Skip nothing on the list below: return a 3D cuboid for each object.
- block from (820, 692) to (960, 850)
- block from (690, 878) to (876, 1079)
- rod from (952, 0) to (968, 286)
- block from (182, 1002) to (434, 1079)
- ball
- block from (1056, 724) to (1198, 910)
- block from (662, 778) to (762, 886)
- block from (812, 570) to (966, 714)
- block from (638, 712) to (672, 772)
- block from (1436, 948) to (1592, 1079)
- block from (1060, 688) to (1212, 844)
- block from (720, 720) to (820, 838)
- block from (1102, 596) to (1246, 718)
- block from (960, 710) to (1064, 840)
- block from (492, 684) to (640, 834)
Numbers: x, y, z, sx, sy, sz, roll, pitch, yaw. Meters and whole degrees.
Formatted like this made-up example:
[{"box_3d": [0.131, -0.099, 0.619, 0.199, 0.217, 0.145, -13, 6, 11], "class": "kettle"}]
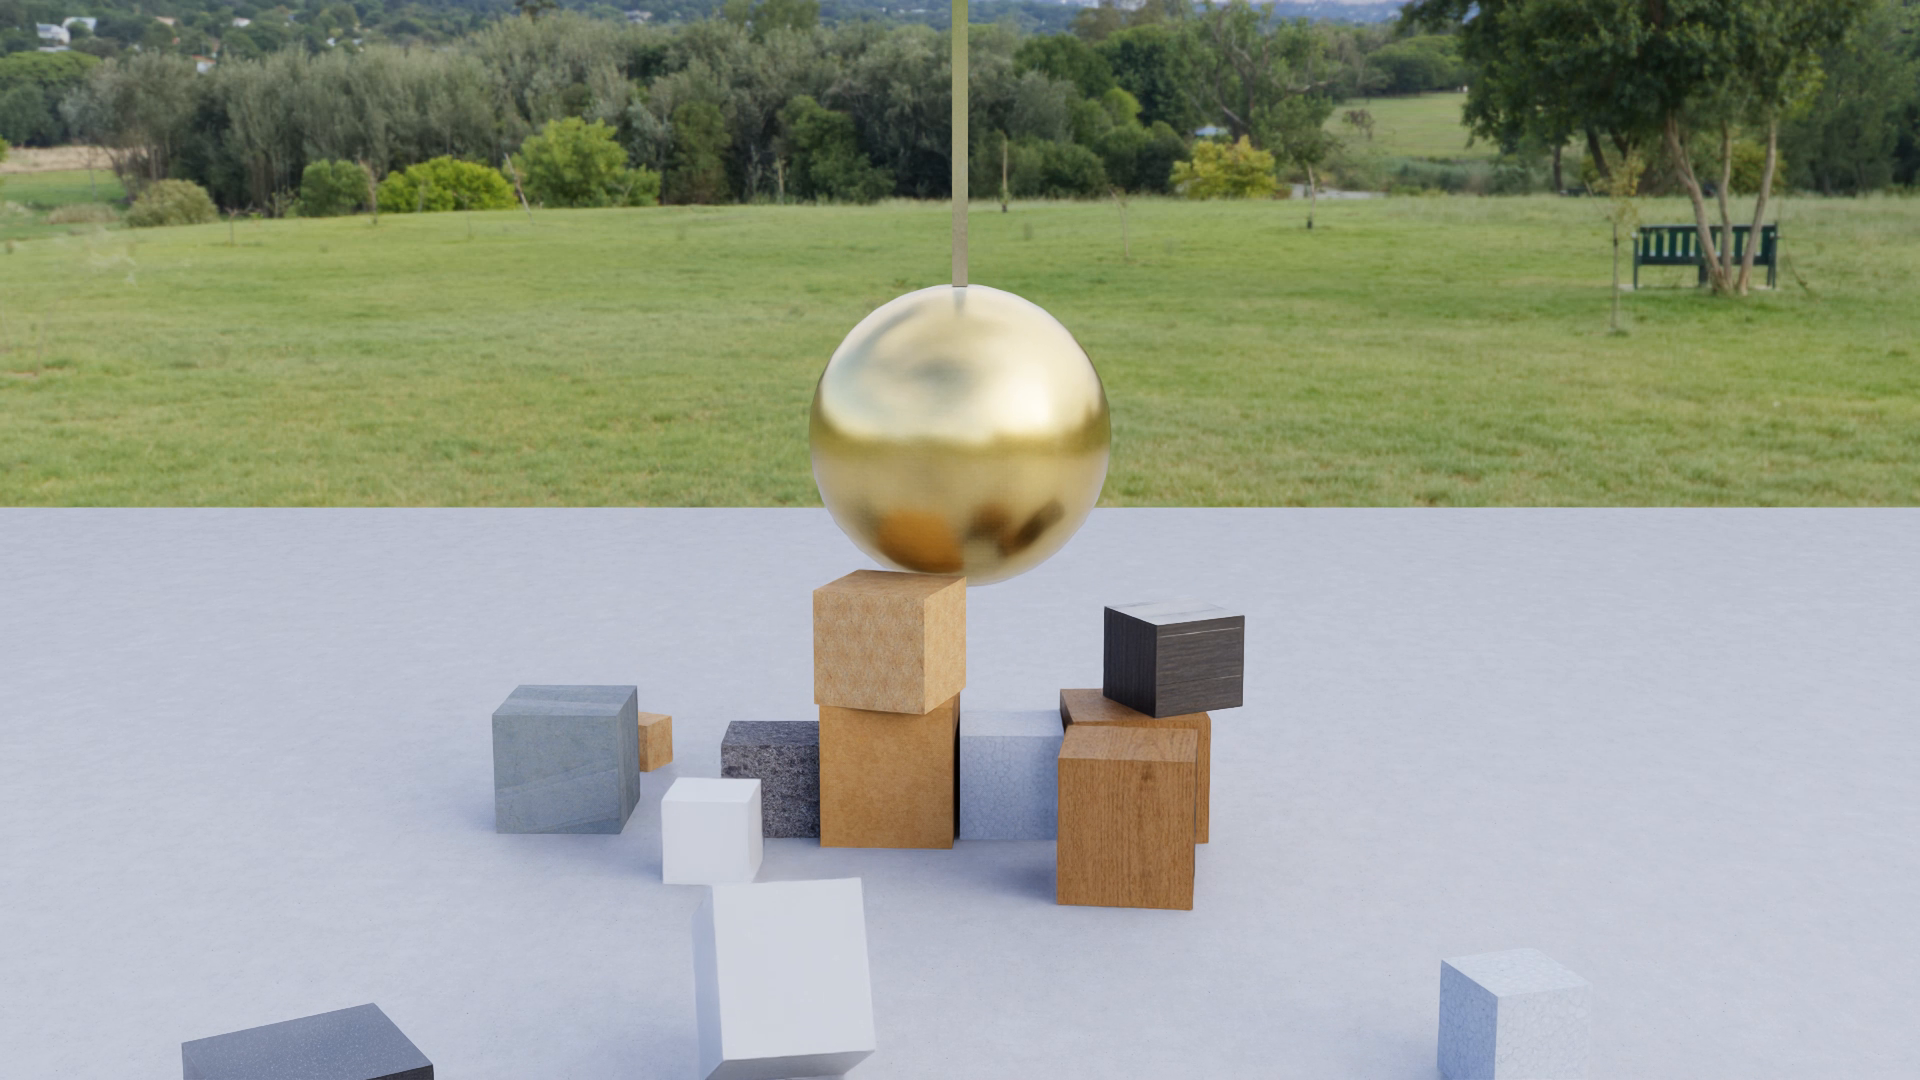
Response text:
[{"box_3d": [-0.350, 1.125, 11.336, 0.664, 0.731, 0.715, 1, 10, 3], "class": "block"}, {"box_3d": [-0.668, 1.639, 8.155, 0.550, 0.624, 0.581, 0, -21, -15], "class": "block"}, {"box_3d": [0.000, -3.829, 10.704, 0.080, 5.200, 0.080, 0, 15, 0], "class": "rod"}, {"box_3d": [-2.156, 1.957, 7.296, 0.652, 0.538, 0.619, -6, 12, -32], "class": "block"}, {"box_3d": [0.000, -0.546, 11.589, 1.600, 1.600, 1.600, 0, 10, 0], "class": "ball"}, {"box_3d": [0.798, 1.304, 10.409, 0.627, 0.710, 0.577, 1, 10, 7], "class": "block"}, {"box_3d": [-1.196, 1.410, 10.651, 0.415, 0.416, 0.379, 1, 10, 5], "class": "block"}, {"box_3d": [-0.348, 0.503, 11.090, 0.591, 0.580, 0.590, 4, 11, 20], "class": "block"}, {"box_3d": [-1.828, 1.144, 12.519, 0.288, 0.270, 0.251, 5, 11, 26], "class": "block"}, {"box_3d": [2.083, 1.830, 8.279, 0.400, 0.436, 0.399, -3, 11, -18], "class": "block"}, {"box_3d": [0.893, 1.161, 11.375, 0.694, 0.646, 0.665, -1, 10, -3], "class": "block"}, {"box_3d": [-0.954, 1.236, 11.405, 0.513, 0.487, 0.480, 0, 10, 0], "class": "block"}, {"box_3d": [1.098, 0.598, 11.328, 0.527, 0.479, 0.513, -5, 12, -27], "class": "block"}, {"box_3d": [0.264, 1.209, 11.394, 0.528, 0.544, 0.522, 0, 10, 0], "class": "block"}, {"box_3d": [-2.054, 1.142, 11.531, 0.636, 0.627, 0.633, 0, 10, 1], "class": "block"}]
